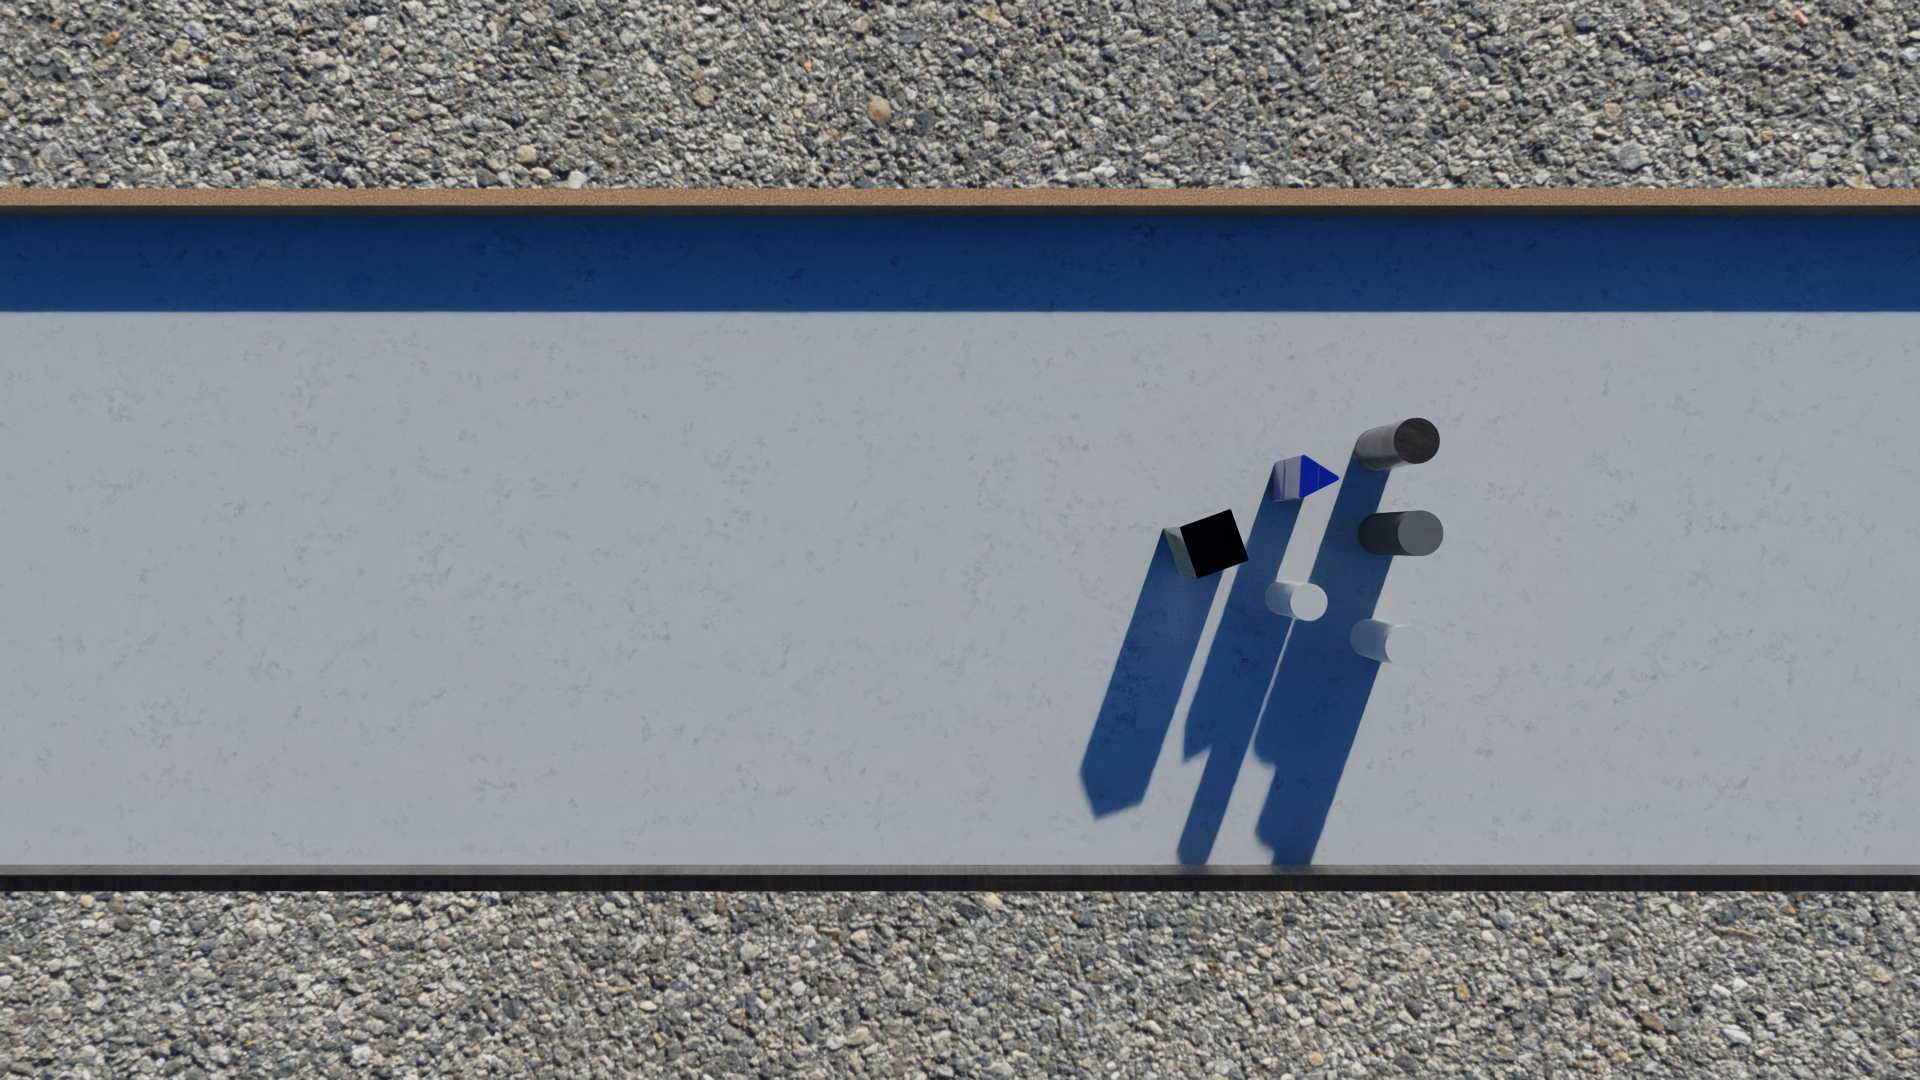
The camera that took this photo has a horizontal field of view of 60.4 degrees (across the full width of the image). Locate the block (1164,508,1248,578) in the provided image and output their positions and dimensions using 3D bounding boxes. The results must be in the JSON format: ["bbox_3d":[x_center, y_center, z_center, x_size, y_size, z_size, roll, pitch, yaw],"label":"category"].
[{"bbox_3d":[0.724,0.011,4.888,0.156,0.376,0.156,-20,90,0],"label":"block"}]

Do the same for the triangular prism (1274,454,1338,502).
[{"bbox_3d":[0.996,-0.194,4.876,0.122,0.402,0.106,-27,90,0],"label":"triangular prism"}]

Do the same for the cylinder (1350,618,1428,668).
[{"bbox_3d":[1.260,0.301,4.867,0.119,0.419,0.119,0,90,0],"label":"cylinder"}]

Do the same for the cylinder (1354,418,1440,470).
[{"bbox_3d":[1.280,-0.278,4.849,0.130,0.456,0.130,0,90,0],"label":"cylinder"}]

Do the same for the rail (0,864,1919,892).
[{"bbox_3d":[-2.247,1.025,5.001,12.000,0.150,0.050,0,90,0],"label":"rail"}]

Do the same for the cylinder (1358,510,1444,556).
[{"bbox_3d":[1.290,-0.019,4.848,0.129,0.457,0.129,0,90,0],"label":"cylinder"}]

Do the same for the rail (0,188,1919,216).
[{"bbox_3d":[-2.247,-1.025,5.002,12.000,0.150,0.050,0,90,0],"label":"rail"}]

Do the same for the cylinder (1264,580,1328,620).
[{"bbox_3d":[0.991,0.177,4.880,0.106,0.392,0.106,0,90,0],"label":"cylinder"}]
